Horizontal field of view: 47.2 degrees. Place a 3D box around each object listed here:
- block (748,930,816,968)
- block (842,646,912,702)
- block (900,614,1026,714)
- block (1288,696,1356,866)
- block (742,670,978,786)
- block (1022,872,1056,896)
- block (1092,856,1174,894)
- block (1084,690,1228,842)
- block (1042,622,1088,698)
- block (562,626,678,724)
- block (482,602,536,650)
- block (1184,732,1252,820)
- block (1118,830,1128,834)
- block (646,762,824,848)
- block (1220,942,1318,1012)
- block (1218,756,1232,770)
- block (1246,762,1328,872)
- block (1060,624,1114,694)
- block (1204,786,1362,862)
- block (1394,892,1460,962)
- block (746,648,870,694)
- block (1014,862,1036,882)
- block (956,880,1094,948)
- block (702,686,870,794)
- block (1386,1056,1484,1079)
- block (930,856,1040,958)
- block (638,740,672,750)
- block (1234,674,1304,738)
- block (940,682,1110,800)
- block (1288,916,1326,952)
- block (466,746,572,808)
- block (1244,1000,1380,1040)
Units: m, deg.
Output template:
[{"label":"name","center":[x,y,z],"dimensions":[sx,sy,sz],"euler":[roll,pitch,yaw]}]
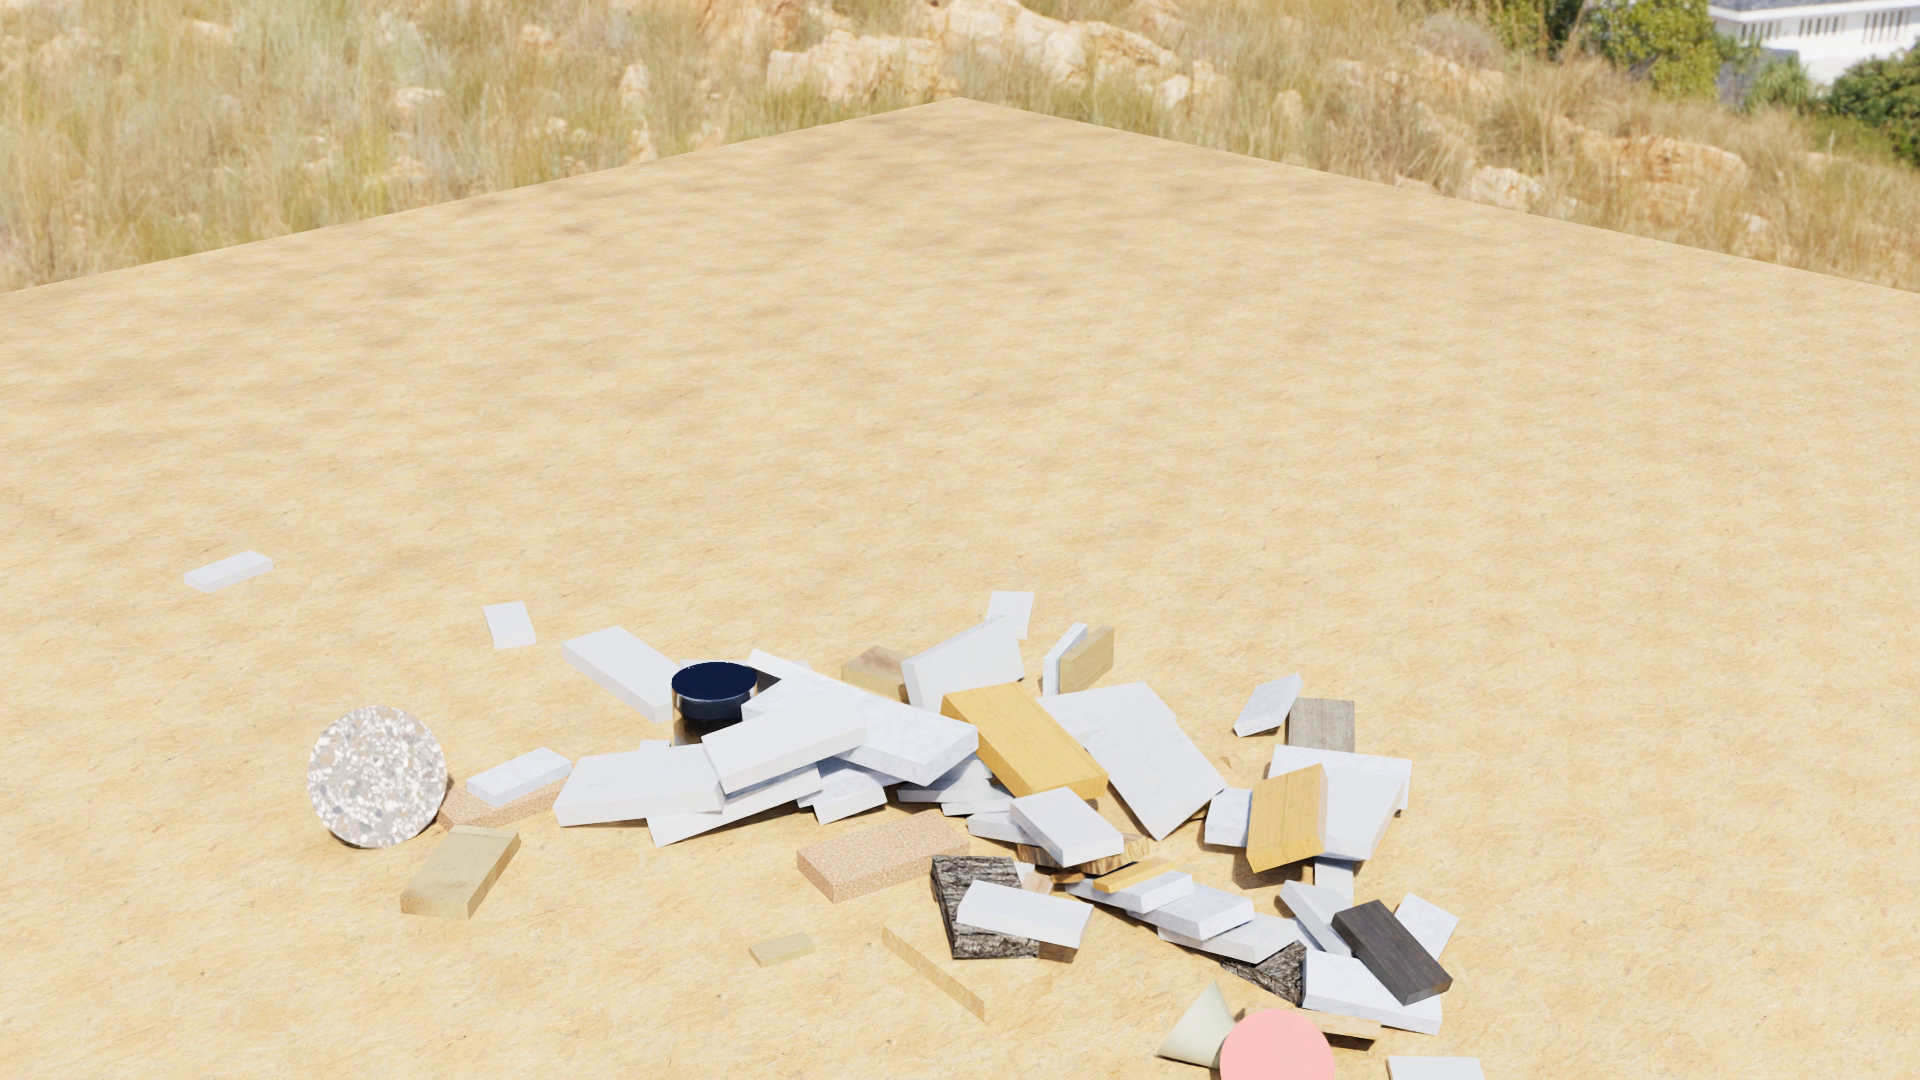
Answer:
[{"label":"block","center":[-0.322,0.743,3.990],"dimensions":[0.108,0.015,0.054],"euler":[-12,26,-26]},{"label":"block","center":[-0.122,0.312,4.978],"dimensions":[0.266,0.038,0.133],"euler":[15,27,32]},{"label":"block","center":[0.010,0.288,4.886],"dimensions":[0.042,0.148,0.330],"euler":[-2,16,44]},{"label":"block","center":[0.748,0.489,4.558],"dimensions":[0.139,0.039,0.633],"euler":[4,23,8]},{"label":"block","center":[-0.206,0.377,4.448],"dimensions":[0.474,0.049,0.174],"euler":[14,30,34]},{"label":"block","center":[0.129,0.683,4.102],"dimensions":[0.058,0.016,0.172],"euler":[7,32,16]},{"label":"block","center":[0.321,0.620,4.075],"dimensions":[0.146,0.015,0.054],"euler":[-16,10,-28]},{"label":"block","center":[0.395,0.457,4.495],"dimensions":[0.179,0.051,0.357],"euler":[-40,28,1]},{"label":"block","center":[0.239,0.275,4.981],"dimensions":[0.029,0.103,0.206],"euler":[9,25,21]},{"label":"block","center":[-0.736,0.302,4.994],"dimensions":[0.150,0.042,0.417],"euler":[-17,28,-35]},{"label":"block","center":[-1.077,0.202,5.249],"dimensions":[0.097,0.027,0.193],"euler":[-8,24,-17]},{"label":"block","center":[0.480,0.483,4.541],"dimensions":[0.133,0.038,0.266],"euler":[-9,26,-20]},{"label":"block","center":[0.283,0.590,4.353],"dimensions":[0.093,0.013,0.046],"euler":[3,23,8]},{"label":"block","center":[-0.462,0.497,4.419],"dimensions":[0.348,0.049,0.174],"euler":[-19,26,-7]},{"label":"block","center":[0.592,0.768,3.908],"dimensions":[0.234,0.033,0.117],"euler":[21,31,40]},{"label":"block","center":[0.545,0.482,4.608],"dimensions":[0.046,0.013,0.093],"euler":[-1,23,-3]},{"label":"block","center":[0.626,0.527,4.189],"dimensions":[0.139,0.039,0.278],"euler":[-20,18,18]},{"label":"block","center":[0.288,0.277,4.975],"dimensions":[0.029,0.103,0.206],"euler":[13,26,28]},{"label":"block","center":[0.640,0.553,4.301],"dimensions":[0.303,0.043,0.152],"euler":[5,24,12]},{"label":"block","center":[0.829,0.713,3.978],"dimensions":[0.104,0.029,0.207],"euler":[26,24,17]},{"label":"block","center":[-0.308,0.332,4.714],"dimensions":[0.296,0.148,0.042],"euler":[20,65,17]},{"label":"block","center":[0.107,0.653,4.201],"dimensions":[0.058,0.016,0.115],"euler":[4,23,9]},{"label":"block","center":[0.117,0.668,3.932],"dimensions":[0.223,0.032,0.112],"euler":[10,19,13]},{"label":"block","center":[-0.346,0.394,4.348],"dimensions":[0.300,0.042,0.150],"euler":[-19,33,-13]},{"label":"block","center":[0.789,0.887,3.646],"dimensions":[0.150,0.020,0.071],"euler":[1,23,2]},{"label":"block","center":[0.043,0.668,4.025],"dimensions":[0.152,0.043,0.303],"euler":[2,19,-10]},{"label":"block","center":[-0.651,0.464,4.644],"dimensions":[0.063,0.018,0.146],"euler":[0,23,1]},{"label":"block","center":[0.676,0.361,4.815],"dimensions":[0.104,0.029,0.207],"euler":[-21,12,29]},{"label":"block","center":[0.127,0.412,4.442],"dimensions":[0.179,0.051,0.357],"euler":[-8,32,-30]},{"label":"block","center":[0.650,0.731,4.011],"dimensions":[0.071,0.020,0.142],"euler":[-10,25,-21]},{"label":"block","center":[-0.899,0.483,4.491],"dimensions":[0.097,0.027,0.193],"euler":[20,30,39]},{"label":"block","center":[0.595,0.812,3.719],"dimensions":[0.223,0.032,0.112],"euler":[7,-11,10]}]
